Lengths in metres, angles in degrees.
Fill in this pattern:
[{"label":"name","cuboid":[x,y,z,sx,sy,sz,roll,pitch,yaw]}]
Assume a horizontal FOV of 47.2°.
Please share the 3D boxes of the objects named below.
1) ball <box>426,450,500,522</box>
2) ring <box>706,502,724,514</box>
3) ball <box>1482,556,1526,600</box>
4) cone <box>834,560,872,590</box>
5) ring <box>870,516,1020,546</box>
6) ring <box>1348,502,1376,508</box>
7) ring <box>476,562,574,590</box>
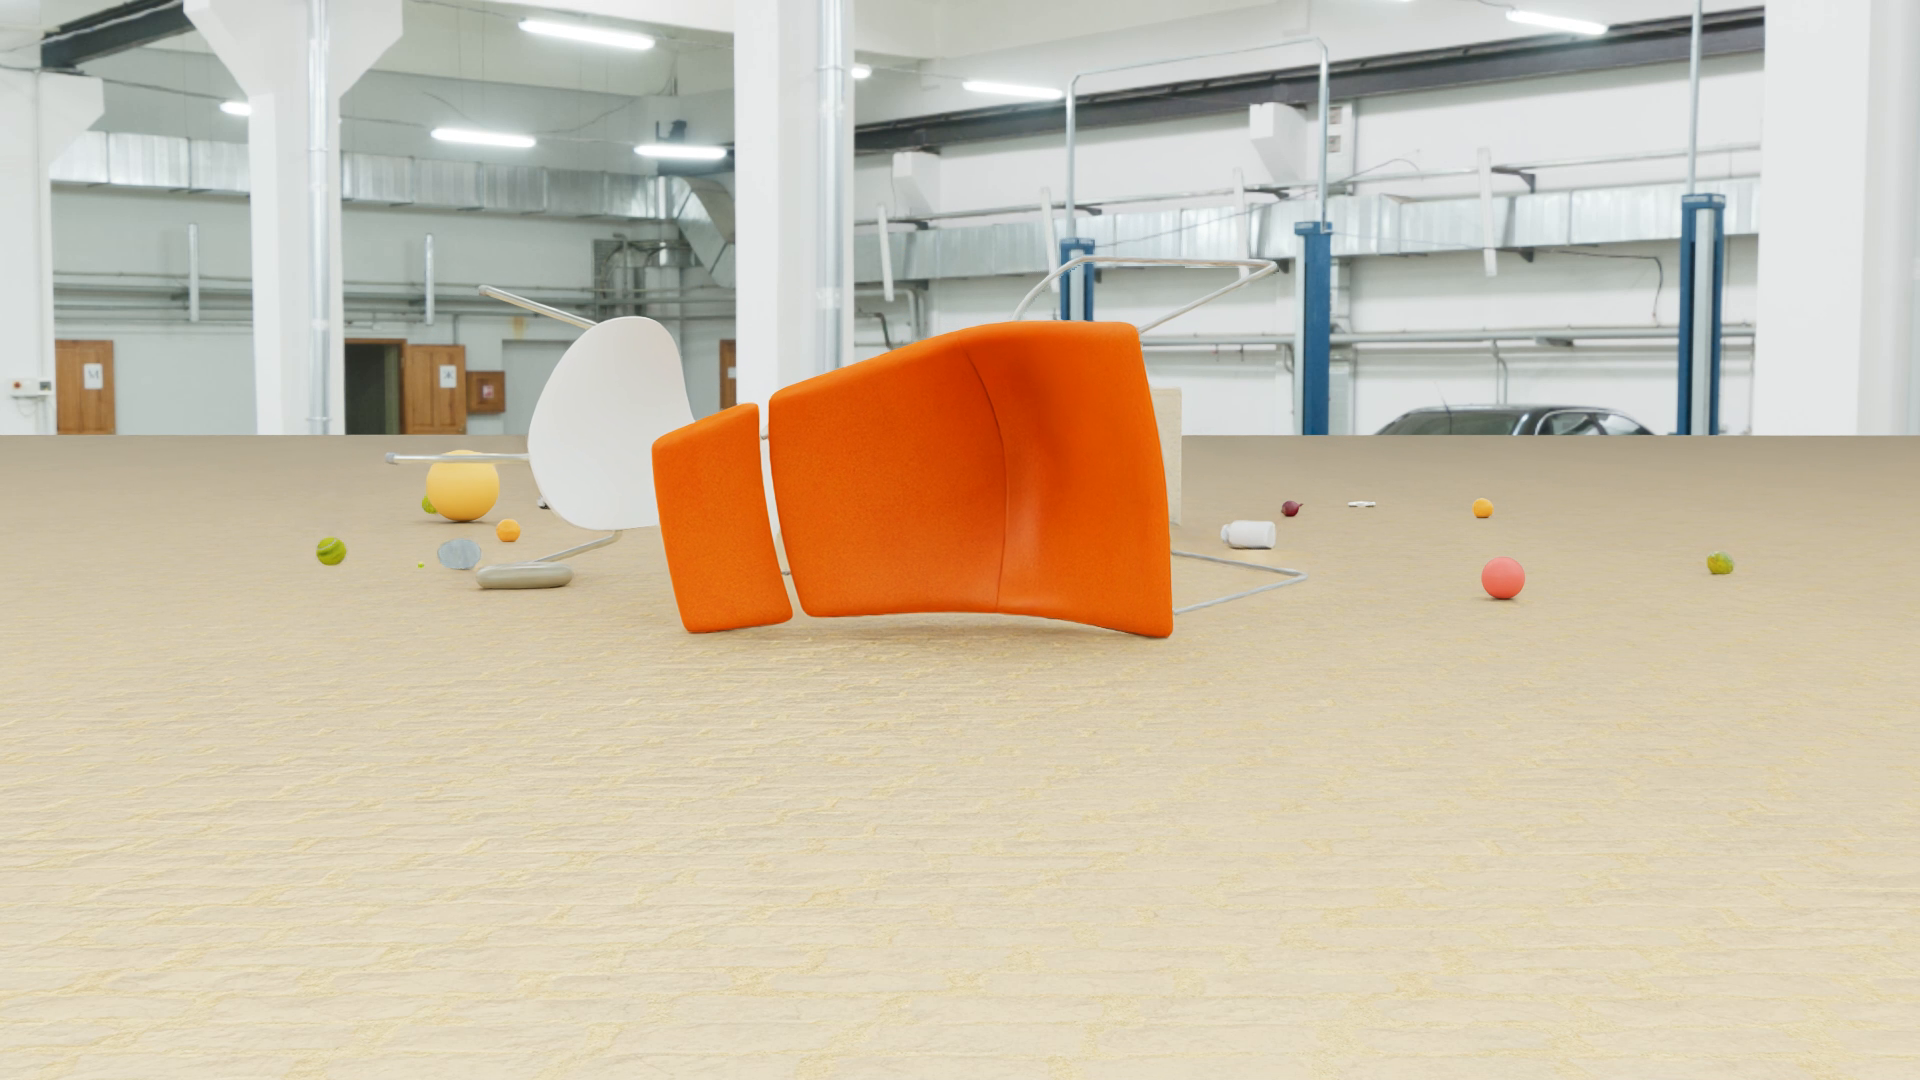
[{"label":"ball","cuboid":[-1.679,-0.183,7.428,0.244,0.244,0.244,0,4,0]},{"label":"ring","cuboid":[-0.889,-0.119,7.974,0.062,0.042,0.067,-1,5,14]},{"label":"ball","cuboid":[1.161,0.081,4.701,0.092,0.092,0.092,0,4,0]},{"label":"cone","cuboid":[-0.224,0.092,4.959,0.111,0.078,0.054,-20,-49,35]},{"label":"ring","cuboid":[-0.044,-0.027,6.410,0.451,0.073,0.417,1,5,24]},{"label":"ring","cuboid":[1.525,-0.134,8.349,0.105,0.021,0.116,-1,3,-11]},{"label":"ring","cuboid":[-0.985,0.082,4.983,0.226,0.052,0.131,-3,6,-27]}]
